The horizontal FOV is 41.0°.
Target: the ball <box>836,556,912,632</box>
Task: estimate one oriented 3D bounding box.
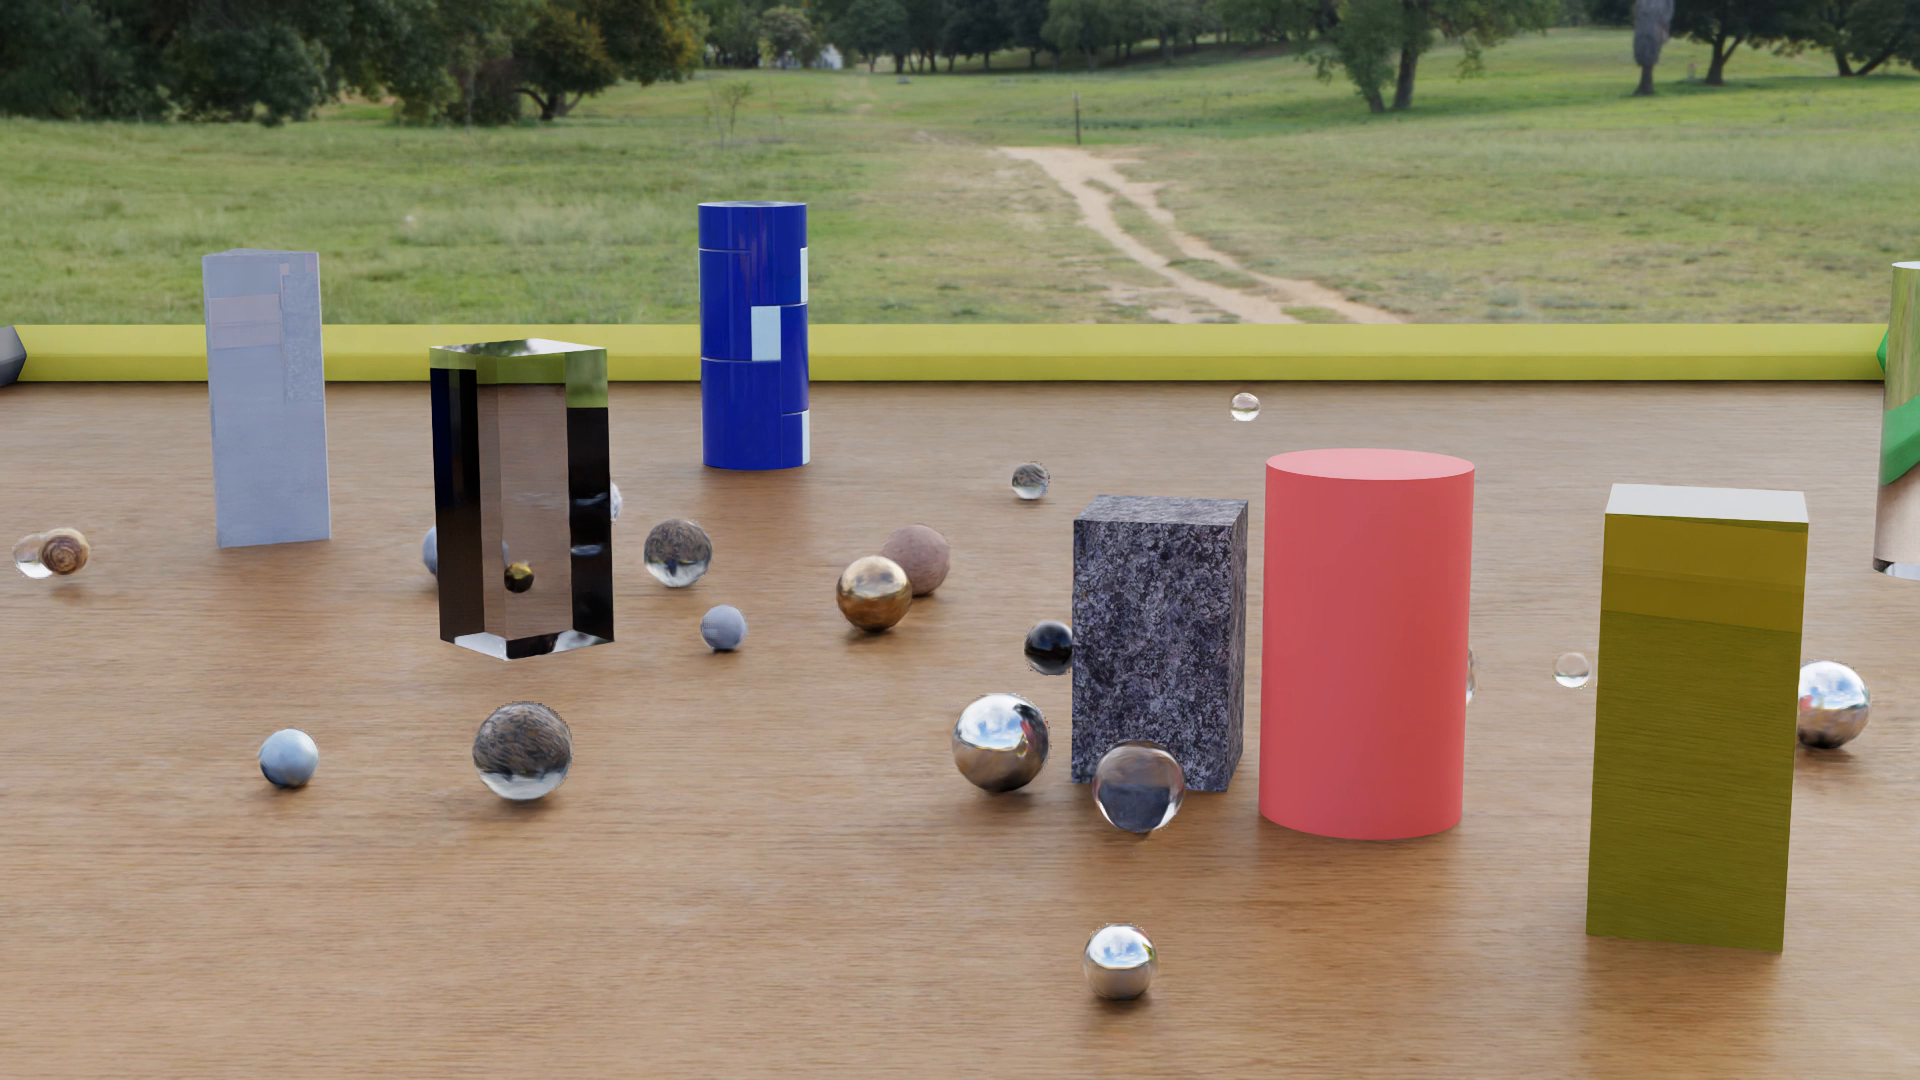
[{"bbox_3d":[-0.112,0.070,3.343,0.099,0.099,0.099,0,10,0],"label":"ball"}]

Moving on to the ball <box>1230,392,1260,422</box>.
[{"bbox_3d":[0.590,-0.275,5.314,0.060,0.060,0.060,0,10,0],"label":"ball"}]

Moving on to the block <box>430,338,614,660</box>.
[{"bbox_3d":[-0.556,-0.056,3.258,0.160,0.377,0.160,-9,14,-41],"label":"block"}]

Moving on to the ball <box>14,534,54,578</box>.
[{"bbox_3d":[-1.327,0.023,3.691,0.064,0.064,0.064,0,10,0],"label":"ball"}]

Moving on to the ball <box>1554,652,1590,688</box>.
[{"bbox_3d":[0.725,0.154,3.040,0.043,0.043,0.043,0,10,0],"label":"ball"}]

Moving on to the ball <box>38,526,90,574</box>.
[{"bbox_3d":[-1.274,0.015,3.650,0.068,0.068,0.068,0,10,0],"label":"ball"}]

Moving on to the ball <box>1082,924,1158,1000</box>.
[{"bbox_3d":[0.126,0.333,2.024,0.060,0.060,0.060,0,10,0],"label":"ball"}]

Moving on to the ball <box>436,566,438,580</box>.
[{"bbox_3d":[-0.704,0.047,3.584,0.057,0.057,0.057,0,10,0],"label":"ball"}]

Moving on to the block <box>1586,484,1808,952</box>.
[{"bbox_3d":[0.630,0.147,2.200,0.160,0.363,0.160,3,11,16],"label":"block"}]

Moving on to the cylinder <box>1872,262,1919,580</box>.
[{"bbox_3d":[1.439,-0.174,3.711,0.200,0.443,0.200,0,10,0],"label":"cylinder"}]

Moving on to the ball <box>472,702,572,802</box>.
[{"bbox_3d":[-0.439,0.212,2.572,0.098,0.098,0.098,0,10,0],"label":"ball"}]

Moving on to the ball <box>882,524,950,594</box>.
[{"bbox_3d":[-0.061,0.028,3.574,0.097,0.097,0.097,0,10,0],"label":"ball"}]

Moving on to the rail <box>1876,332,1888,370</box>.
[{"bbox_3d":[2.172,0.031,3.461,0.045,0.130,5.206,0,10,0],"label":"rail"}]

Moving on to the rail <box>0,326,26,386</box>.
[{"bbox_3d":[-2.172,0.036,3.436,0.045,0.130,5.206,0,10,0],"label":"rail"}]

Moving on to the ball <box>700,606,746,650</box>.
[{"bbox_3d":[-0.299,0.110,3.239,0.057,0.057,0.057,0,10,0],"label":"ball"}]

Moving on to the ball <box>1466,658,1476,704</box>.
[{"bbox_3d":[0.539,0.158,2.899,0.087,0.087,0.087,0,10,0],"label":"ball"}]

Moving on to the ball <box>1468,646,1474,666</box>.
[{"bbox_3d":[0.556,0.144,2.983,0.083,0.083,0.083,0,10,0],"label":"ball"}]

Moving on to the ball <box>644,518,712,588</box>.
[{"bbox_3d":[-0.399,0.018,3.626,0.097,0.097,0.097,0,10,0],"label":"ball"}]

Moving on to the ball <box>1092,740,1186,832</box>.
[{"bbox_3d":[0.172,0.237,2.466,0.089,0.089,0.089,0,10,0],"label":"ball"}]

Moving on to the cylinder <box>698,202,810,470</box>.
[{"bbox_3d":[-0.380,-0.380,4.735,0.200,0.477,0.200,0,10,0],"label":"cylinder"}]

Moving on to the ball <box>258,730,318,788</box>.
[{"bbox_3d":[-0.686,0.223,2.622,0.059,0.059,0.059,0,10,0],"label":"ball"}]

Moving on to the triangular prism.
[{"bbox_3d":[-1.093,-0.226,3.992,0.173,0.445,0.150,-5,12,-27],"label":"triangular prism"}]

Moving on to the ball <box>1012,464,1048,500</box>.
[{"bbox_3d":[0.119,-0.100,4.362,0.062,0.062,0.062,0,10,0],"label":"ball"}]

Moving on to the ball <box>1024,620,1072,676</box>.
[{"bbox_3d":[0.111,0.130,3.101,0.067,0.067,0.067,0,10,0],"label":"ball"}]

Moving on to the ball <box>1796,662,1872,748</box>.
[{"bbox_3d":[0.935,0.178,2.771,0.094,0.094,0.094,0,10,0],"label":"ball"}]

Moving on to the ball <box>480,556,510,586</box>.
[{"bbox_3d":[-0.660,0.045,3.635,0.042,0.042,0.042,0,10,0],"label":"ball"}]

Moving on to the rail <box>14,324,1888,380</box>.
[{"bbox_3d":[-0.015,-0.436,5.985,4.391,0.130,0.045,0,10,0],"label":"rail"}]

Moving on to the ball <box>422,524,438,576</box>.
[{"bbox_3d":[-0.724,0.014,3.669,0.089,0.089,0.089,0,10,0],"label":"ball"}]

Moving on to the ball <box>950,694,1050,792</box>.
[{"bbox_3d":[0.041,0.206,2.602,0.100,0.100,0.100,0,10,0],"label":"ball"}]

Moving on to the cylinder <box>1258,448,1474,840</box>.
[{"bbox_3d":[0.396,0.097,2.513,0.200,0.347,0.200,0,10,0],"label":"cylinder"}]

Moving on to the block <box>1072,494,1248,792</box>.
[{"bbox_3d":[0.210,0.104,2.676,0.160,0.275,0.160,2,11,12],"label":"block"}]

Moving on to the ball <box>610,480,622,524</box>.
[{"bbox_3d":[-0.581,-0.059,4.059,0.091,0.091,0.091,0,10,0],"label":"ball"}]
